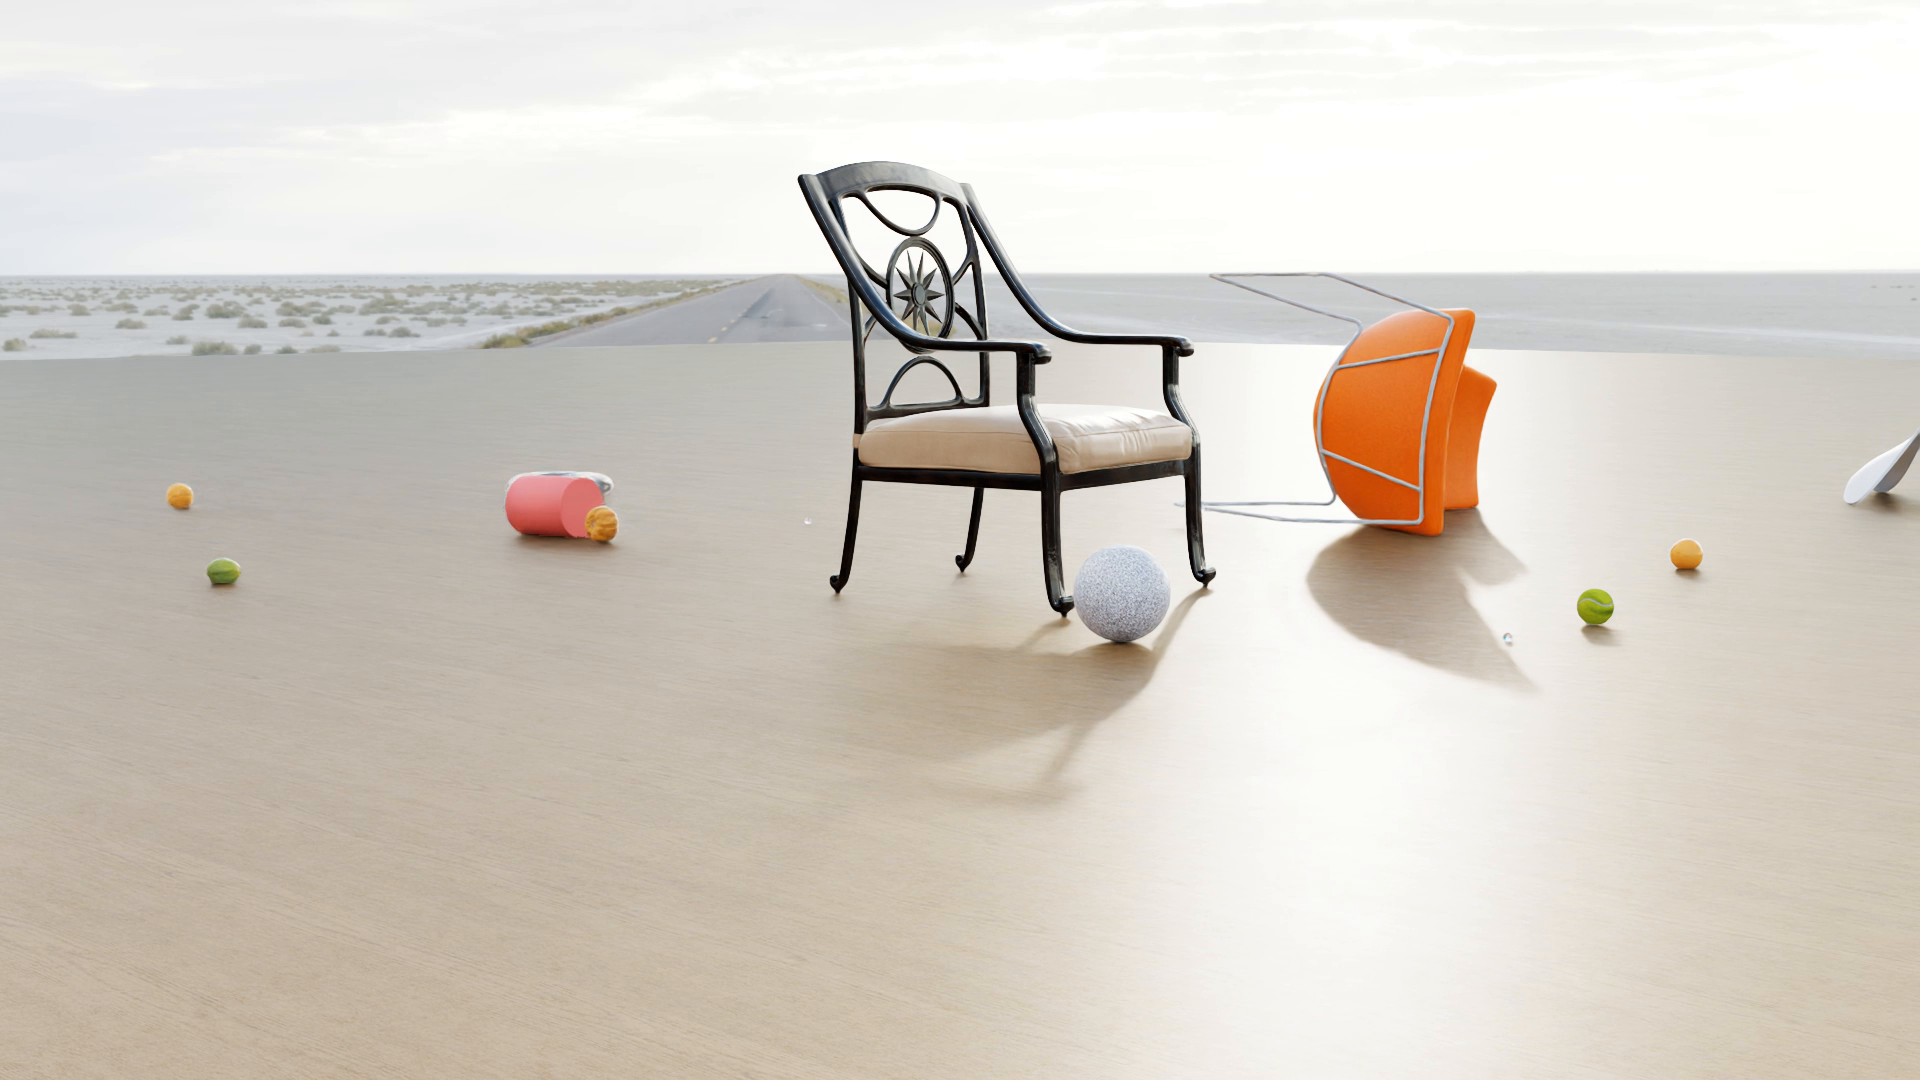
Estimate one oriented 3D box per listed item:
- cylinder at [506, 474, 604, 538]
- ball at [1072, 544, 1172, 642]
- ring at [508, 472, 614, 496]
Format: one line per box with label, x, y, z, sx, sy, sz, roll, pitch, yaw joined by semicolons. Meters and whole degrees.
cylinder;-1.030;-0.087;6.519;0.190;0.152;0.158;4;12;35
ball;0.292;0.096;4.623;0.177;0.177;0.177;0;6;0
ring;-1.198;-0.164;7.694;0.314;0.066;0.389;-1;5;-14
